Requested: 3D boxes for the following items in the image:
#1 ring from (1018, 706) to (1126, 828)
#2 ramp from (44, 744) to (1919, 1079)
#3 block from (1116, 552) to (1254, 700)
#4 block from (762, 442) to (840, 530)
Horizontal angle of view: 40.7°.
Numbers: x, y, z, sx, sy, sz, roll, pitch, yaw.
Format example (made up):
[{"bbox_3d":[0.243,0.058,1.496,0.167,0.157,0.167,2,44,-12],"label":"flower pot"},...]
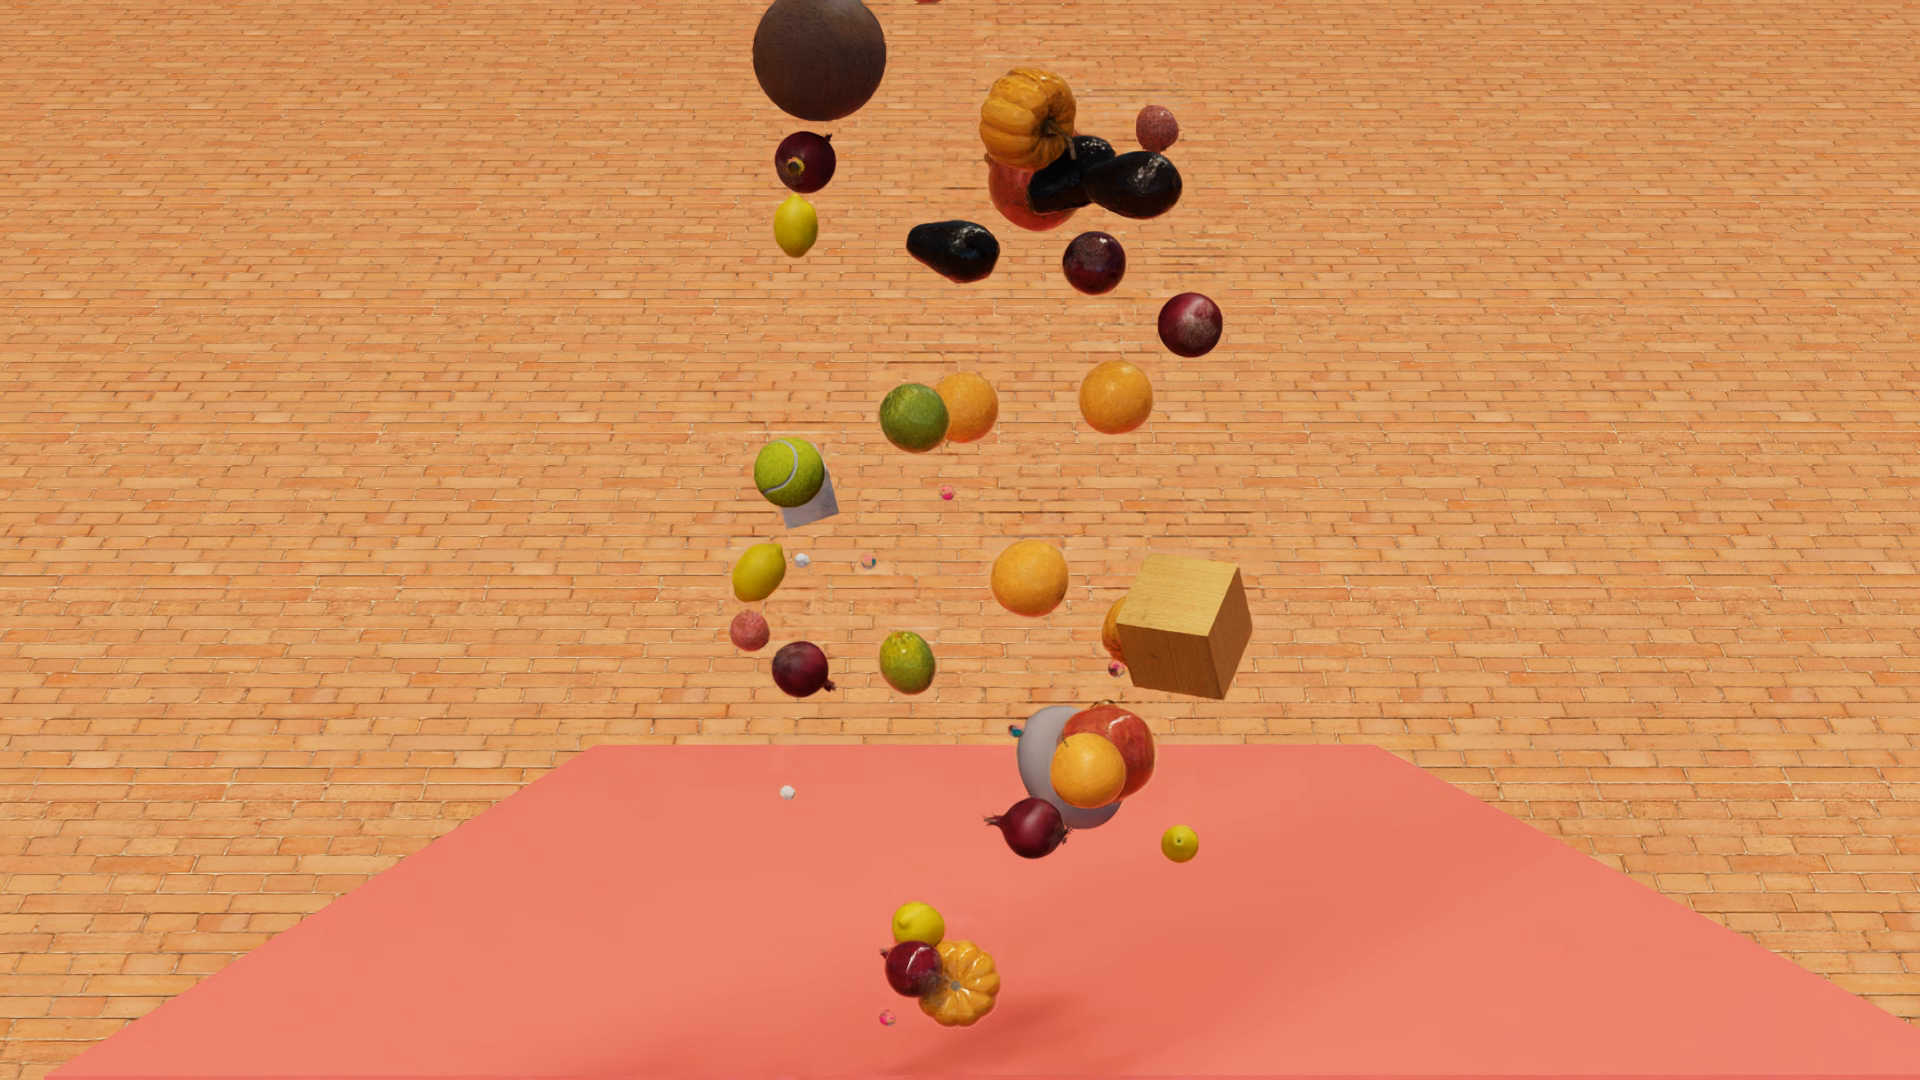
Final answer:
[{"bbox_3d":[0.128,0.260,2.973,0.050,0.150,0.150,-34,4,41],"label":"ring"},{"bbox_3d":[0.065,0.585,4.634,2.000,0.100,4.000,0,0,0],"label":"ramp"},{"bbox_3d":[0.215,0.082,2.464,0.092,0.092,0.092,8,50,25],"label":"block"},{"bbox_3d":[-0.165,-0.056,2.682,0.057,0.057,0.057,-18,34,-8],"label":"block"}]
